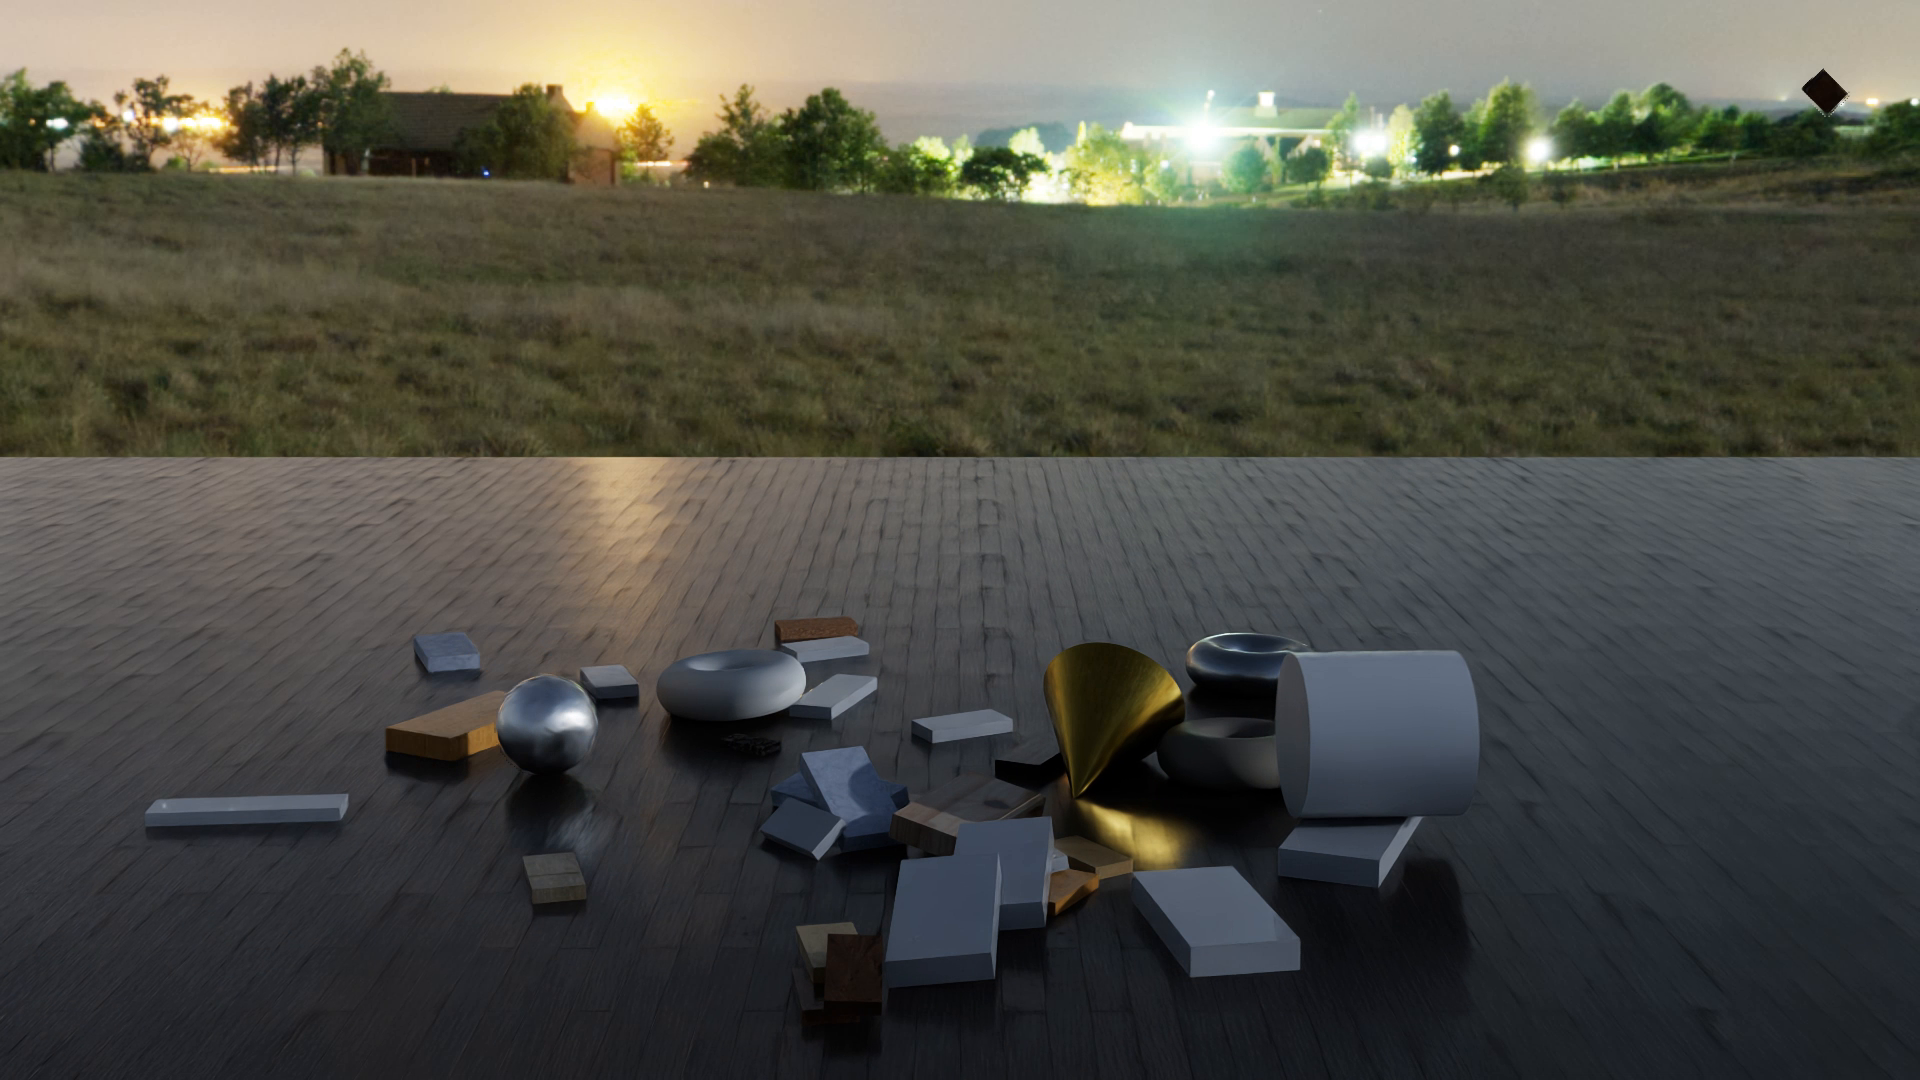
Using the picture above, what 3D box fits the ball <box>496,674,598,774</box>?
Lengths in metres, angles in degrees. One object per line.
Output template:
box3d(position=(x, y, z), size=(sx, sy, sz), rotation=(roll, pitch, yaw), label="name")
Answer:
box3d(position=(-0.815, 0.365, 4.343), size=(0.197, 0.197, 0.197), rotation=(0, 11, 0), label="ball")

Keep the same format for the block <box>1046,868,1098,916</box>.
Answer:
box3d(position=(0.159, 0.582, 3.649), size=(0.080, 0.023, 0.160), rotation=(6, 12, 29), label="block")

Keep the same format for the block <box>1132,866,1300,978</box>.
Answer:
box3d(position=(0.399, 0.600, 3.482), size=(0.172, 0.049, 0.345), rotation=(-2, 11, -10), label="block")

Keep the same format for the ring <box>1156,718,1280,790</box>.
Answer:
box3d(position=(0.539, 0.419, 4.311), size=(0.307, 0.102, 0.307), rotation=(0, 7, 0), label="ring")

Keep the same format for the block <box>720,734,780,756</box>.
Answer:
box3d(position=(-0.433, 0.421, 4.533), size=(0.115, 0.016, 0.058), rotation=(7, 13, 35), label="block")

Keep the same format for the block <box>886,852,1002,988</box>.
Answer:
box3d(position=(-0.022, 0.583, 3.398), size=(0.158, 0.045, 0.316), rotation=(-6, 19, 5), label="block")

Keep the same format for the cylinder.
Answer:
box3d(position=(0.737, 0.345, 3.916), size=(0.294, 0.294, 0.294), rotation=(-1, 11, -3), label="cylinder")

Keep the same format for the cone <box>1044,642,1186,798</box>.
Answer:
box3d(position=(0.262, 0.407, 4.295), size=(0.294, 0.294, 0.294), rotation=(4, 38, 20), label="cone")

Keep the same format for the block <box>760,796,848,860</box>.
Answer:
box3d(position=(-0.279, 0.512, 3.907), size=(0.164, 0.023, 0.082), rotation=(13, 53, 50), label="block")

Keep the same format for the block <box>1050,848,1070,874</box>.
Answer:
box3d(position=(0.122, 0.545, 3.766), size=(0.080, 0.023, 0.160), rotation=(-12, 7, -15), label="block")

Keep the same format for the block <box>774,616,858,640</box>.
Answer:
box3d(position=(-0.365, 0.223, 5.571), size=(0.196, 0.028, 0.098), rotation=(-3, 11, -14), label="block")

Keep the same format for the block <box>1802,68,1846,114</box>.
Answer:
box3d(position=(1.733, -0.899, 4.407), size=(0.109, 0.054, 0.015), rotation=(21, 31, -46), label="block")

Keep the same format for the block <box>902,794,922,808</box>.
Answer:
box3d(position=(-0.082, 0.496, 4.131), size=(0.115, 0.016, 0.058), rotation=(6, 12, 28), label="block")

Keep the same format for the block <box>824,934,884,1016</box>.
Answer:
box3d(position=(-0.154, 0.629, 3.187), size=(0.082, 0.023, 0.164), rotation=(2, 24, -2), label="block")

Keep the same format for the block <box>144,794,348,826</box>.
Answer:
box3d(position=(-1.321, 0.501, 4.080), size=(0.349, 0.025, 0.088), rotation=(-1, 11, -6), label="block")

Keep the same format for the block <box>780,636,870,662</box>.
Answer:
box3d(position=(-0.328, 0.265, 5.344), size=(0.192, 0.027, 0.096), rotation=(-6, 12, -28), label="block")

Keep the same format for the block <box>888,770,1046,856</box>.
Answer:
box3d(position=(0.017, 0.497, 3.955), size=(0.158, 0.045, 0.316), rotation=(17, 16, 23), label="block")

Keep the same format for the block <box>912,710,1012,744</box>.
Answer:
box3d(position=(0.005, 0.393, 4.654), size=(0.192, 0.027, 0.096), rotation=(-6, 12, -28), label="block")

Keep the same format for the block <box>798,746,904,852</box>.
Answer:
box3d(position=(-0.195, 0.467, 3.984), size=(0.121, 0.034, 0.242), rotation=(-5, 35, -24), label="block")

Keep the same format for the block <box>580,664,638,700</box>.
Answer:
box3d(position=(-0.803, 0.324, 5.027), size=(0.098, 0.028, 0.196), rotation=(-4, 11, -19), label="block")

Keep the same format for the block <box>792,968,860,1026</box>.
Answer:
box3d(position=(-0.197, 0.663, 3.210), size=(0.082, 0.023, 0.164), rotation=(-2, 11, -9), label="block")

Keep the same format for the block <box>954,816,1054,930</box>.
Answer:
box3d(position=(0.067, 0.548, 3.616), size=(0.158, 0.045, 0.316), rotation=(-5, 17, 7), label="block")

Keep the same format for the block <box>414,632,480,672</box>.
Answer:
box3d(position=(-1.238, 0.269, 5.302), size=(0.121, 0.034, 0.242), rotation=(-4, 11, -21), label="block")

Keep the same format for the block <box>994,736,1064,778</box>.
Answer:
box3d(position=(0.154, 0.436, 4.424), size=(0.096, 0.027, 0.192), rotation=(5, 12, 25), label="block")

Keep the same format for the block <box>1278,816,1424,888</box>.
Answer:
box3d(position=(0.720, 0.511, 3.961), size=(0.172, 0.049, 0.522), rotation=(4, 11, 21), label="block")

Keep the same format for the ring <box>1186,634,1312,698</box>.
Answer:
box3d(position=(0.669, 0.286, 5.034), size=(0.306, 0.102, 0.306), rotation=(1, 10, 0), label="ring")

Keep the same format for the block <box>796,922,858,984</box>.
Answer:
box3d(position=(-0.191, 0.620, 3.310), size=(0.088, 0.025, 0.176), rotation=(-2, 11, -12), label="block")

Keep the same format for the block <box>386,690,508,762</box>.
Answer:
box3d(position=(-1.020, 0.388, 4.622), size=(0.172, 0.049, 0.345), rotation=(6, 12, 28), label="block")

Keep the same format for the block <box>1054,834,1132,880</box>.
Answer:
box3d(position=(0.219, 0.551, 3.818), size=(0.080, 0.023, 0.160), rotation=(-7, 13, -33), label="block")

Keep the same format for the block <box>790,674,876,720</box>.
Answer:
box3d(position=(-0.280, 0.348, 4.897), size=(0.098, 0.028, 0.284), rotation=(3, 11, 18), label="block")

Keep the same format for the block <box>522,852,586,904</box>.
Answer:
box3d(position=(-0.686, 0.569, 3.712), size=(0.088, 0.025, 0.175), rotation=(-3, 11, -16), label="block")

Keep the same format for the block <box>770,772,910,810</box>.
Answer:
box3d(position=(-0.225, 0.477, 4.106), size=(0.242, 0.034, 0.121), rotation=(9, 26, 41), label="block")

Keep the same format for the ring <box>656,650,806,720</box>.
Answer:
box3d(position=(-0.501, 0.317, 4.822), size=(0.328, 0.109, 0.328), rotation=(-4, 9, 1), label="ring")
